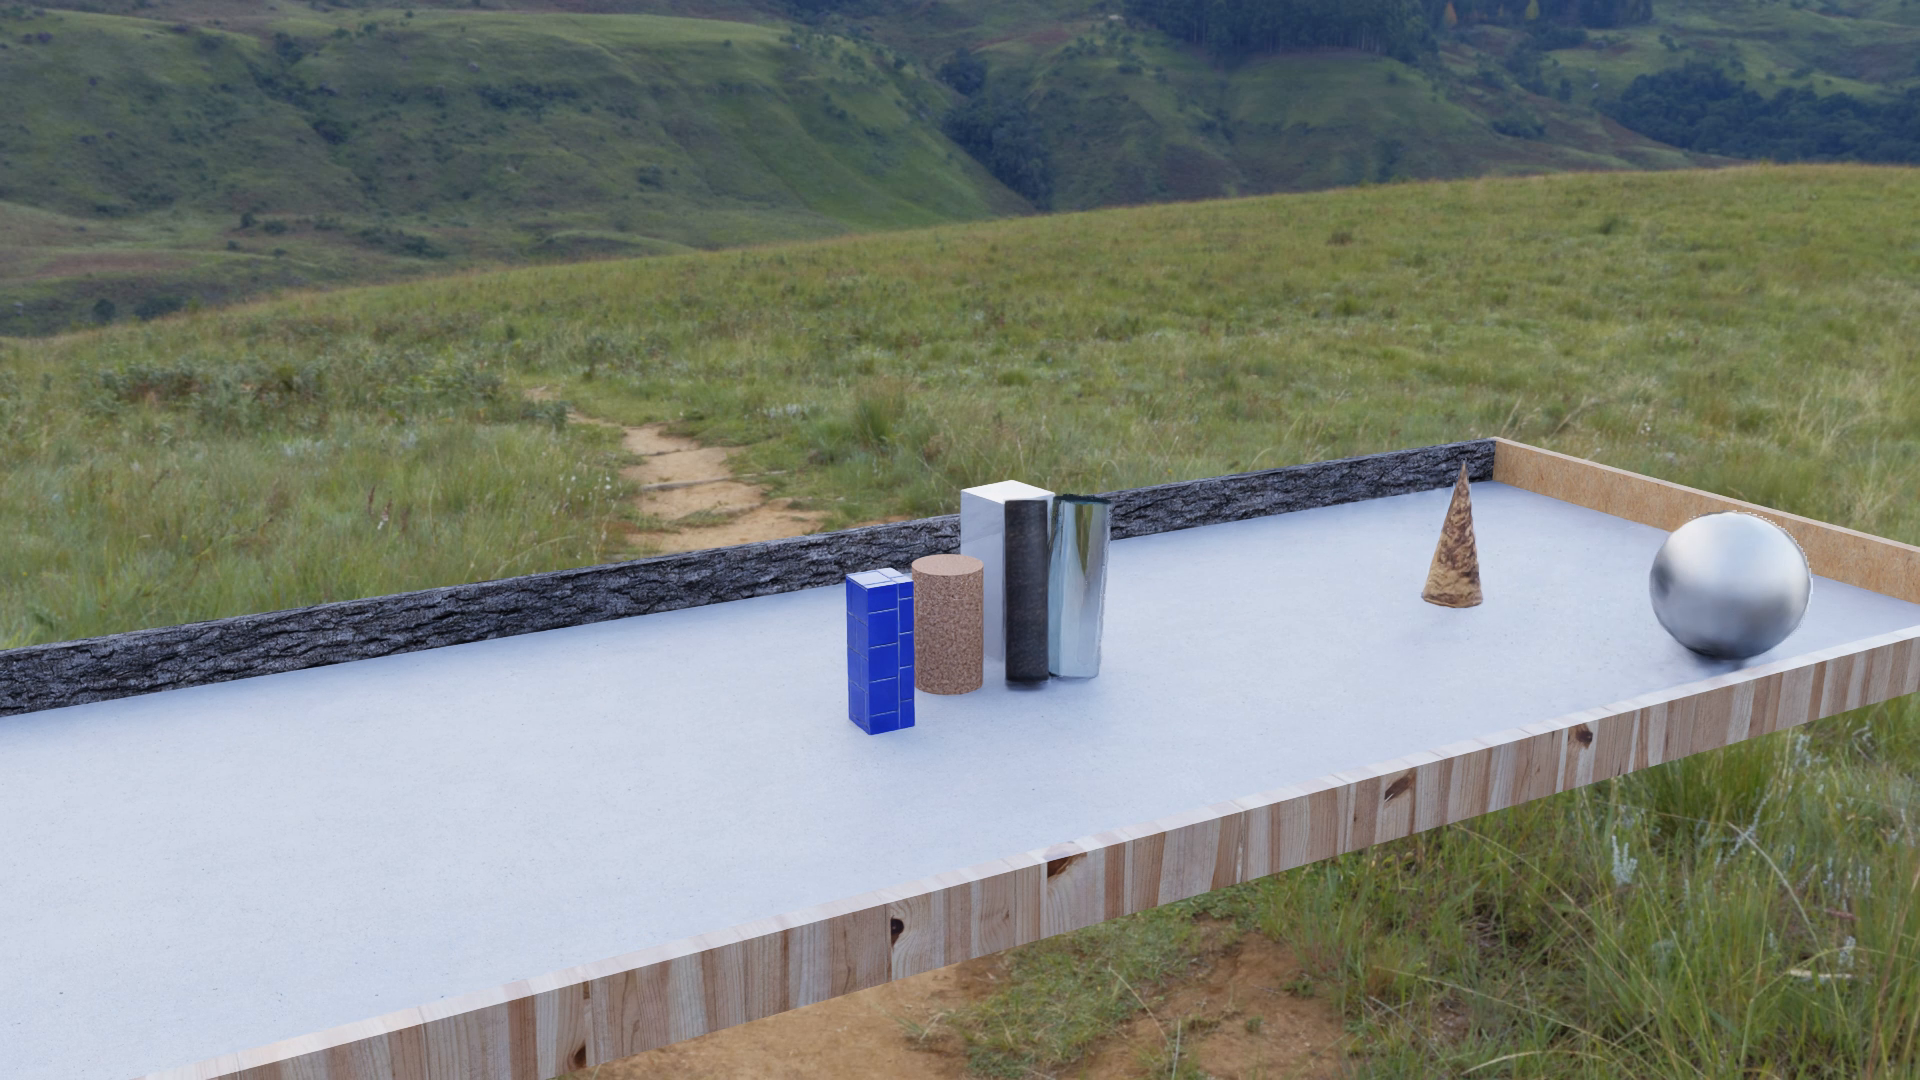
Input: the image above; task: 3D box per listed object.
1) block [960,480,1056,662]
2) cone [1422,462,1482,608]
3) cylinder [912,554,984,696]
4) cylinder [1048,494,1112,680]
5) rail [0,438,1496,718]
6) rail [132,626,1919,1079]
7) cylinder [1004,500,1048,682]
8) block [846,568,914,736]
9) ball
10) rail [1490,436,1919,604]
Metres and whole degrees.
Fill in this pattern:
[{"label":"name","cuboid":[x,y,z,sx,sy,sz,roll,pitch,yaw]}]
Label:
[{"label":"block","cuboid":[0.124,0.078,4.336,0.174,0.425,0.174,-12,20,-36]},{"label":"cone","cuboid":[1.426,-0.031,4.721,0.173,0.417,0.173,0,16,0]},{"label":"cylinder","cuboid":[-0.031,0.209,4.097,0.177,0.309,0.177,0,16,0]},{"label":"cylinder","cuboid":[0.292,0.117,4.146,0.151,0.442,0.151,4,10,-1]},{"label":"rail","cuboid":[-3.305,0.497,3.399,12.000,0.150,0.050,-9,18,-27]},{"label":"rail","cuboid":[-2.336,1.006,1.665,12.000,0.150,0.050,-9,18,-27]},{"label":"cylinder","cuboid":[0.166,0.126,4.113,0.108,0.446,0.108,0,-1,0]},{"label":"block","cuboid":[-0.185,0.258,3.841,0.117,0.358,0.117,-9,18,-27]},{"label":"ball","cuboid":[1.990,0.119,4.274,0.380,0.380,0.380,0,16,0]},{"label":"rail","cuboid":[2.466,-0.048,5.253,0.050,0.150,2.100,-9,18,-27]}]
